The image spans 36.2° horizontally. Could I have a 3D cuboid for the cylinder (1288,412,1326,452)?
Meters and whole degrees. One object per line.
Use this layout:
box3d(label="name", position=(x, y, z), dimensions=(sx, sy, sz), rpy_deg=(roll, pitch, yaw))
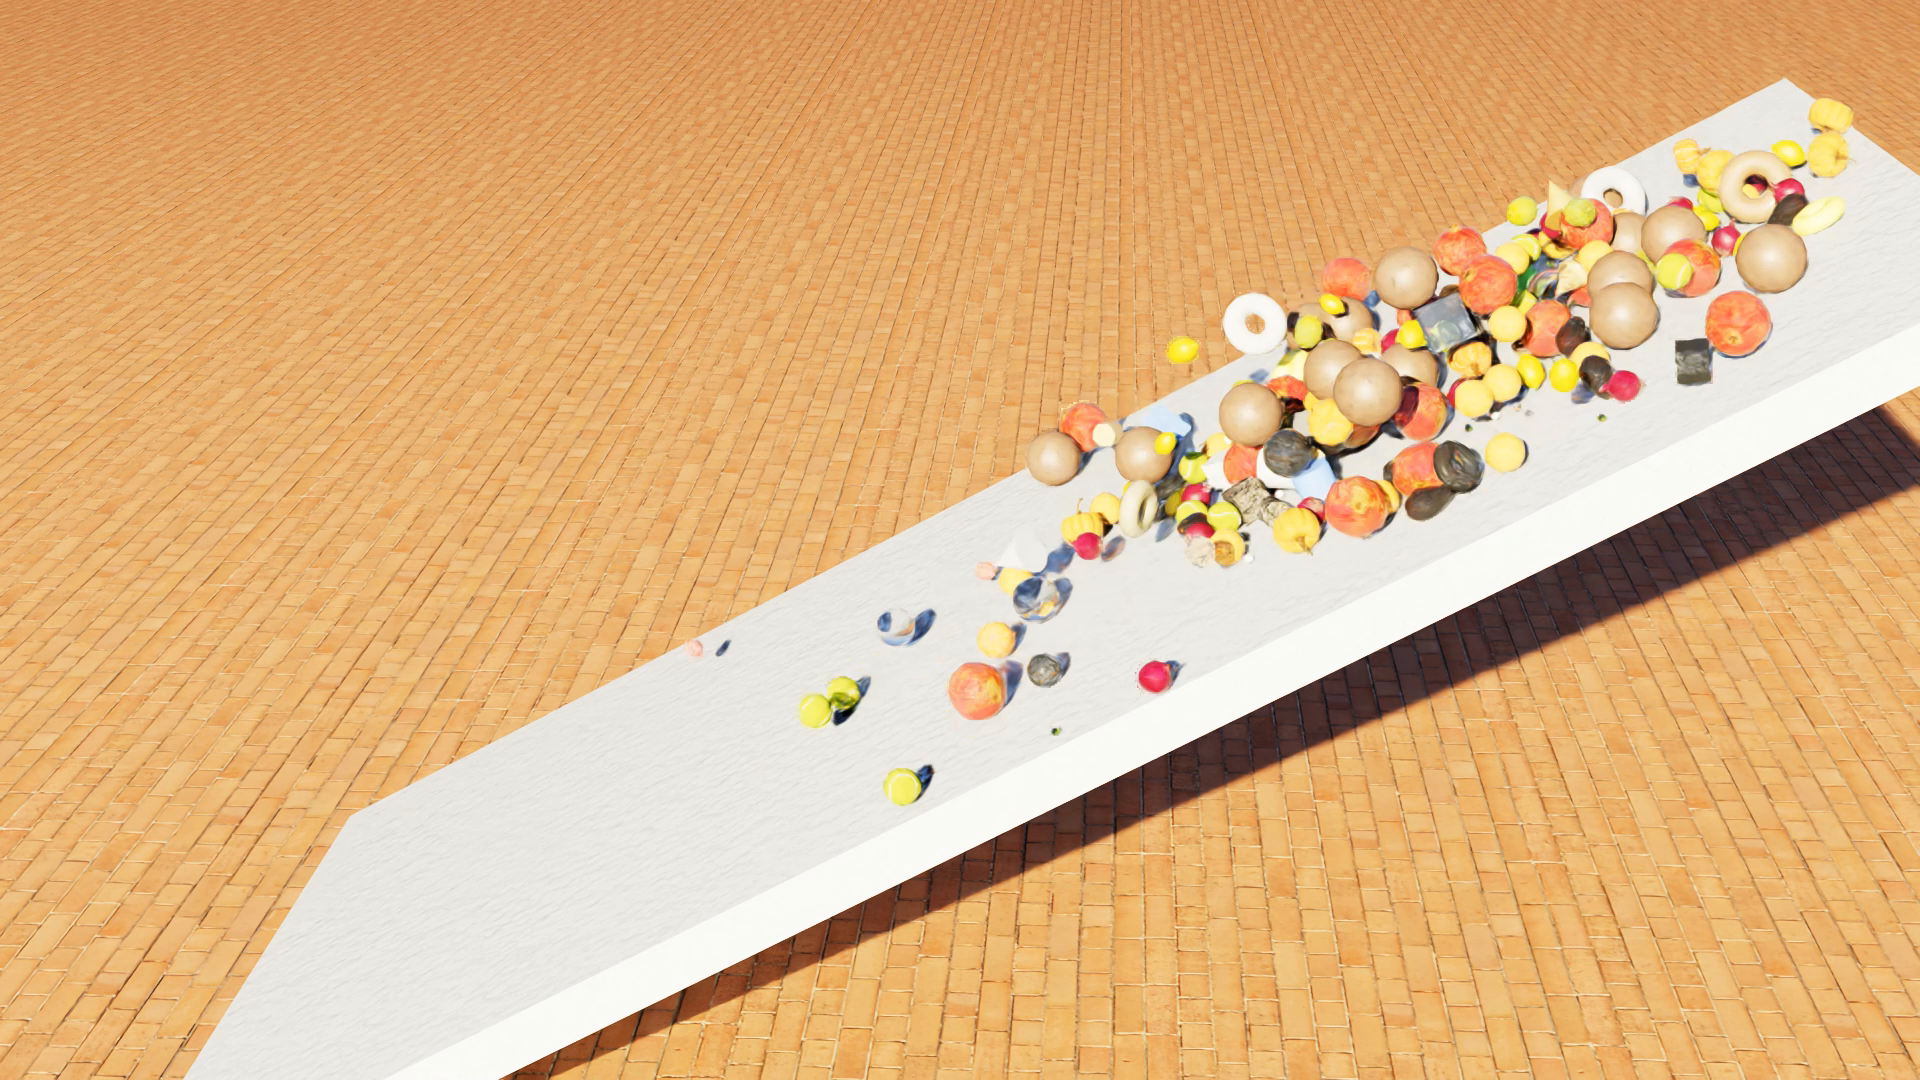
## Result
box3d(label="cylinder", position=(0.707, -0.208, 5.997), dimensions=(0.079, 0.079, 0.079), rpy_deg=(3, 57, 8))

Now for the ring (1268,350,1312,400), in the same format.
box3d(label="ring", position=(0.733, -0.360, 6.532), dimensions=(0.046, 0.138, 0.138), rpy_deg=(24, 11, -18))

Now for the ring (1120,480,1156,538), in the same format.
box3d(label="ring", position=(0.357, -0.063, 5.887), dimensions=(0.040, 0.120, 0.120), rpy_deg=(13, 22, 28))

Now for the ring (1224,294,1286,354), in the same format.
box3d(label="ring", position=(0.632, -0.462, 6.294), dimensions=(0.139, 0.139, 0.046), rpy_deg=(-3, -15, -10))

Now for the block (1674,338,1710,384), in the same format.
box3d(label="block", position=(1.299, -0.317, 5.216), dimensions=(0.057, 0.057, 0.057), rpy_deg=(-3, 32, 15))

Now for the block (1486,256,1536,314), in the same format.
box3d(label="block", position=(1.166, -0.539, 6.209), dimensions=(0.077, 0.077, 0.077), rpy_deg=(26, -9, 18))

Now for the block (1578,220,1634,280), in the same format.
box3d(label="block", position=(1.354, -0.609, 6.166), dimensions=(0.080, 0.080, 0.080), rpy_deg=(-33, 13, 17))

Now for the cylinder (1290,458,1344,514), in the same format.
box3d(label="cylinder", position=(0.698, -0.107, 5.754), dimensions=(0.080, 0.080, 0.080), rpy_deg=(-28, 14, 8))

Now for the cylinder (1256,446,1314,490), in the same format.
box3d(label="cylinder", position=(0.659, -0.147, 5.896), dimensions=(0.093, 0.093, 0.093), rpy_deg=(6, 18, 37))

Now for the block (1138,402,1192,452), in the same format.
box3d(label="block", position=(0.464, -0.255, 6.649), dimensions=(0.069, 0.069, 0.069), rpy_deg=(35, 1, -33))

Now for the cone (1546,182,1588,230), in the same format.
box3d(label="cone", position=(1.232, -0.703, 6.058), dimensions=(0.091, 0.091, 0.091), rpy_deg=(-8, 64, -23))

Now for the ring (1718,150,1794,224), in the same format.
box3d(label="ring", position=(1.604, -0.713, 5.931), dimensions=(0.150, 0.150, 0.050), rpy_deg=(8, -2, 24))

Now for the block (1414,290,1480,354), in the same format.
box3d(label="block", position=(0.963, -0.429, 5.809), dimensions=(0.095, 0.095, 0.095), rpy_deg=(-23, -1, 16))

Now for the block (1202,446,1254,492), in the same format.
box3d(label="block", position=(0.564, -0.149, 6.197), dimensions=(0.065, 0.065, 0.065), rpy_deg=(-15, 20, 46))

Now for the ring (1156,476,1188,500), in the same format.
box3d(label="ring", position=(0.454, -0.112, 6.366), dimensions=(0.083, 0.028, 0.083), rpy_deg=(-29, 12, 7))

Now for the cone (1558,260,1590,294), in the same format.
box3d(label="cone", position=(1.219, -0.515, 5.916), dimensions=(0.070, 0.070, 0.070), rpy_deg=(15, 50, 39))

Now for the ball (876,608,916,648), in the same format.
box3d(label="ball", position=(-0.137, 0.188, 6.297), dimensions=(0.085, 0.085, 0.085), rpy_deg=(0, 18, 0))

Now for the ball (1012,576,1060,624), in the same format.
box3d(label="ball", position=(0.155, 0.122, 6.008), dimensions=(0.097, 0.097, 0.097), rpy_deg=(0, 18, 0))

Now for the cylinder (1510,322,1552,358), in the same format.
box3d(label="cylinder", position=(1.149, -0.402, 5.920), dimensions=(0.059, 0.059, 0.059), rpy_deg=(-18, 1, -45))

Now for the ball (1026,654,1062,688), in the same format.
box3d(label="ball", position=(0.161, 0.249, 5.618), dimensions=(0.066, 0.066, 0.066), rpy_deg=(0, 18, 0))

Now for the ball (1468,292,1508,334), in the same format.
box3d(label="ball", position=(1.075, -0.462, 6.004), dimensions=(0.085, 0.085, 0.085), rpy_deg=(0, 18, 0))

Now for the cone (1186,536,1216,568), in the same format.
box3d(label="cone", position=(0.444, 0.023, 5.525), dimensions=(0.058, 0.058, 0.058), rpy_deg=(-4, -1, -11))

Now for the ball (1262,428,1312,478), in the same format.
box3d(label="ball", position=(0.637, -0.169, 5.728), dimensions=(0.096, 0.096, 0.096), rpy_deg=(0, 18, 0))

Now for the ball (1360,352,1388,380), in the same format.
box3d(label="ball", position=(0.892, -0.375, 6.338), dimensions=(0.059, 0.059, 0.059), rpy_deg=(0, 18, 0))

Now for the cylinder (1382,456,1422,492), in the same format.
box3d(label="cylinder", position=(0.839, -0.126, 5.590), dimensions=(0.053, 0.053, 0.053), rpy_deg=(-13, -9, -35))

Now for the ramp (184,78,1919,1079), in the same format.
box3d(label="ramp", position=(0.141, 0.167, 6.282), dimensions=(4.000, 0.100, 2.000), rpy_deg=(-27, 14, 11))

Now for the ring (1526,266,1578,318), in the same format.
box3d(label="ring", position=(1.218, -0.509, 6.050), dimensions=(0.108, 0.108, 0.036), rpy_deg=(-2, 17, -7))

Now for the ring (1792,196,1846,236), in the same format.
box3d(label="ring", position=(1.669, -0.630, 5.717), dimensions=(0.110, 0.037, 0.110), rpy_deg=(-33, 12, 8))

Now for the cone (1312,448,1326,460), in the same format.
box3d(label="cone", position=(0.686, -0.147, 5.804), dimensions=(0.056, 0.056, 0.056), rpy_deg=(14, 34, 37))

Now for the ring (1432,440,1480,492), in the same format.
box3d(label="ring", position=(0.907, -0.134, 5.373), dimensions=(0.102, 0.102, 0.034), rpy_deg=(-15, -16, -39))

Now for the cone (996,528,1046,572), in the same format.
box3d(label="cone", position=(0.111, 0.037, 6.117), dimensions=(0.100, 0.100, 0.100), rpy_deg=(-25, -1, 38))

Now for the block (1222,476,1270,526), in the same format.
box3d(label="block", position=(0.580, -0.079, 5.918), dimensions=(0.068, 0.068, 0.068), rpy_deg=(-32, 14, -10))

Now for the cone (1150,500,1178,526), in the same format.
box3d(label="cone", position=(0.432, -0.060, 6.223), dimensions=(0.066, 0.066, 0.066), rpy_deg=(3, 18, 13))

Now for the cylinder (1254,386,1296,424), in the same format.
box3d(label="cylinder", position=(0.693, -0.297, 6.450), dimensions=(0.066, 0.066, 0.066), rpy_deg=(-21, 5, 33))

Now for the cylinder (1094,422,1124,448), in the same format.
box3d(label="cylinder", position=(0.347, -0.247, 6.866), dimensions=(0.055, 0.055, 0.055), rpy_deg=(9, 12, 25))
